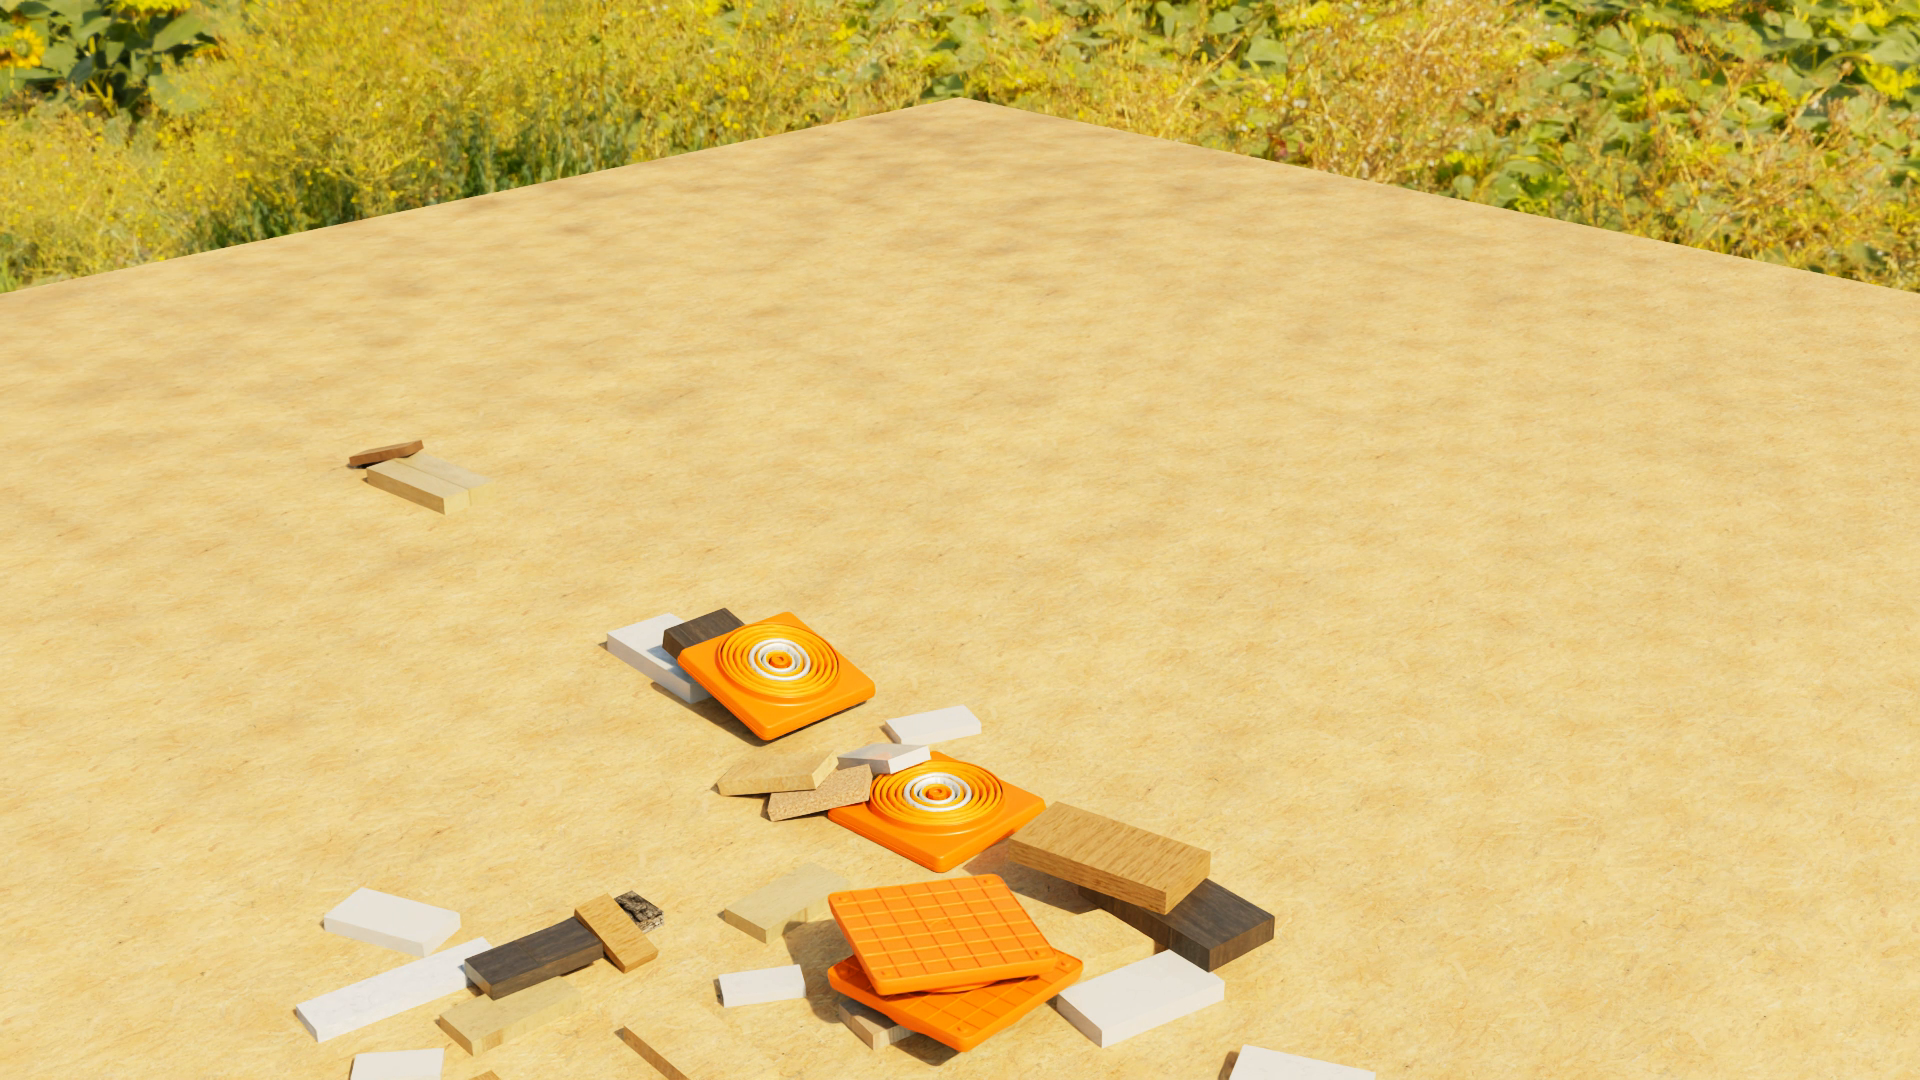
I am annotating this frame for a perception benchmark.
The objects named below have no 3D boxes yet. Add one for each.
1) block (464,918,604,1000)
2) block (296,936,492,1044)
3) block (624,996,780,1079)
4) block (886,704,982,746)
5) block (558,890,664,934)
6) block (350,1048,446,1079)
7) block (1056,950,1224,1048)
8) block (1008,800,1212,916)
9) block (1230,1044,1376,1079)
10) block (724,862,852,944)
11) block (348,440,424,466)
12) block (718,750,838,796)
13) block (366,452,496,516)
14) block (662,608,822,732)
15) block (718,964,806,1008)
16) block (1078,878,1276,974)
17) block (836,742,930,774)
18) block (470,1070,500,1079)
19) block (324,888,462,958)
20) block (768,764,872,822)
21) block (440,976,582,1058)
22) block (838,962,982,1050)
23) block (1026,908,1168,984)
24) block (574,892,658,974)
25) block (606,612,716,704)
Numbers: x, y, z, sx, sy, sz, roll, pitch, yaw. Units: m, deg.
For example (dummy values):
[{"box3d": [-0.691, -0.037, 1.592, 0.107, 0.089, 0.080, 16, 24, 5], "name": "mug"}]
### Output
[{"box3d": [-0.755, 0.741, 3.897, 0.216, 0.031, 0.108, -17, 27, -34], "name": "block"}, {"box3d": [-0.980, 0.789, 3.868, 0.352, 0.026, 0.093, -17, 28, -34], "name": "block"}, {"box3d": [-0.435, 0.861, 3.684, 0.132, 0.037, 0.265, -19, 29, -37], "name": "block"}, {"box3d": [-0.058, 0.405, 4.772, 0.186, 0.026, 0.093, -10, 25, -22], "name": "block"}, {"box3d": [-0.656, 0.713, 4.043, 0.203, 0.029, 0.102, -20, 30, -39], "name": "block"}, {"box3d": [-0.934, 0.880, 3.659, 0.145, 0.021, 0.072, -3, 23, -6], "name": "block"}, {"box3d": [0.316, 0.796, 3.837, 0.265, 0.037, 0.132, -14, 27, -30], "name": "block"}, {"box3d": [0.277, 0.588, 4.095, 0.337, 0.048, 0.168, 15, 27, 31], "name": "block"}, {"box3d": [0.561, 0.895, 3.610, 0.222, 0.031, 0.111, 8, 24, 19], "name": "block"}, {"box3d": [-0.321, 0.678, 4.122, 0.111, 0.031, 0.222, 19, 30, 38], "name": "block"}, {"box3d": [-1.626, -0.247, 6.235, 0.186, 0.026, 0.093, -9, 12, 18], "name": "block"}, {"box3d": [-0.374, 0.479, 4.517, 0.223, 0.032, 0.112, -7, 18, 25], "name": "block"}, {"box3d": [-1.461, -0.159, 6.073, 0.348, 0.049, 0.174, 19, 29, 37], "name": "block"}, {"box3d": [-0.489, 0.285, 4.917, 0.174, 0.049, 0.348, -21, 45, -40], "name": "block"}, {"box3d": [-0.349, 0.787, 3.880, 0.145, 0.021, 0.072, -5, 24, -12], "name": "block"}, {"box3d": [0.394, 0.669, 4.028, 0.168, 0.048, 0.337, -18, 29, -36], "name": "block"}, {"box3d": [-0.161, 0.452, 4.565, 0.102, 0.029, 0.203, -17, 7, -35], "name": "block"}, {"box3d": [-0.823, 0.930, 3.529, 0.216, 0.031, 0.108, -17, 28, -35], "name": "block"}, {"box3d": [-1.048, 0.705, 4.059, 0.222, 0.031, 0.111, 10, 25, 22], "name": "block"}, {"box3d": [-0.282, 0.511, 4.450, 0.203, 0.029, 0.102, -13, 21, 8], "name": "block"}, {"box3d": [-0.776, 0.814, 3.803, 0.216, 0.031, 0.108, -19, 30, -38], "name": "block"}, {"box3d": [-0.086, 0.807, 3.817, 0.223, 0.032, 0.112, -15, 27, -31], "name": "block"}, {"box3d": [0.267, 0.725, 4.004, 0.265, 0.037, 0.132, -11, 25, -24], "name": "block"}, {"box3d": [-0.624, 0.712, 3.988, 0.072, 0.021, 0.159, -21, 51, -40], "name": "block"}, {"box3d": [-0.645, 0.269, 5.064, 0.174, 0.049, 0.348, -18, 29, -36], "name": "block"}]
